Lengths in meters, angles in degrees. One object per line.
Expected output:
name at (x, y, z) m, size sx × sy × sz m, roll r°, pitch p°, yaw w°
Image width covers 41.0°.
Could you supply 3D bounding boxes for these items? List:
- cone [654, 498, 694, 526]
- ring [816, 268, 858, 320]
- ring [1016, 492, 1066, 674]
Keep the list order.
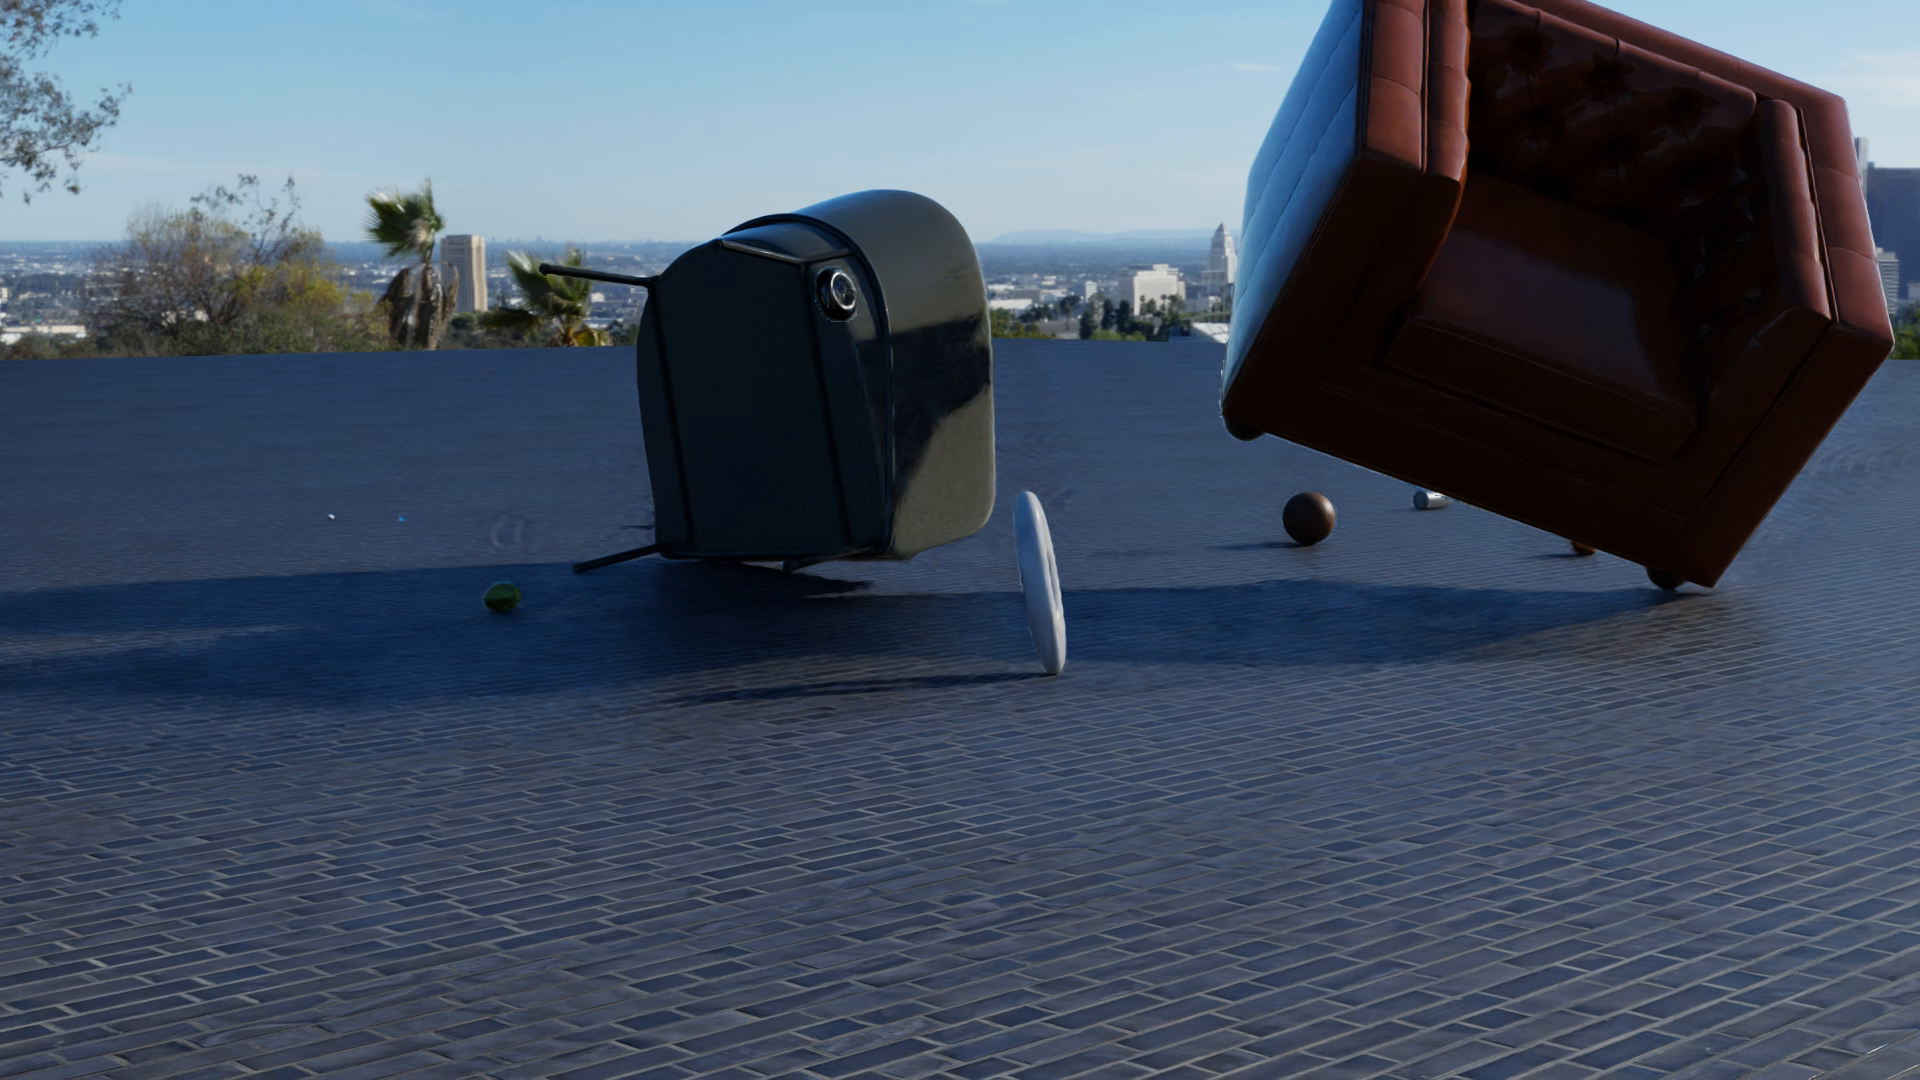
cone at (-0.769, -0.067, 6.739) m, size 0.122 × 0.070 × 0.077 m, roll -8°, pitch 7°, yaw 22°
ring at (-0.252, -0.504, 5.254) m, size 0.038 × 0.110 × 0.113 m, roll -17°, pitch 24°, yaw 33°
ring at (0.134, 0.070, 4.255) m, size 0.047 × 0.309 × 0.133 m, roll -9°, pitch -1°, yaw 10°
